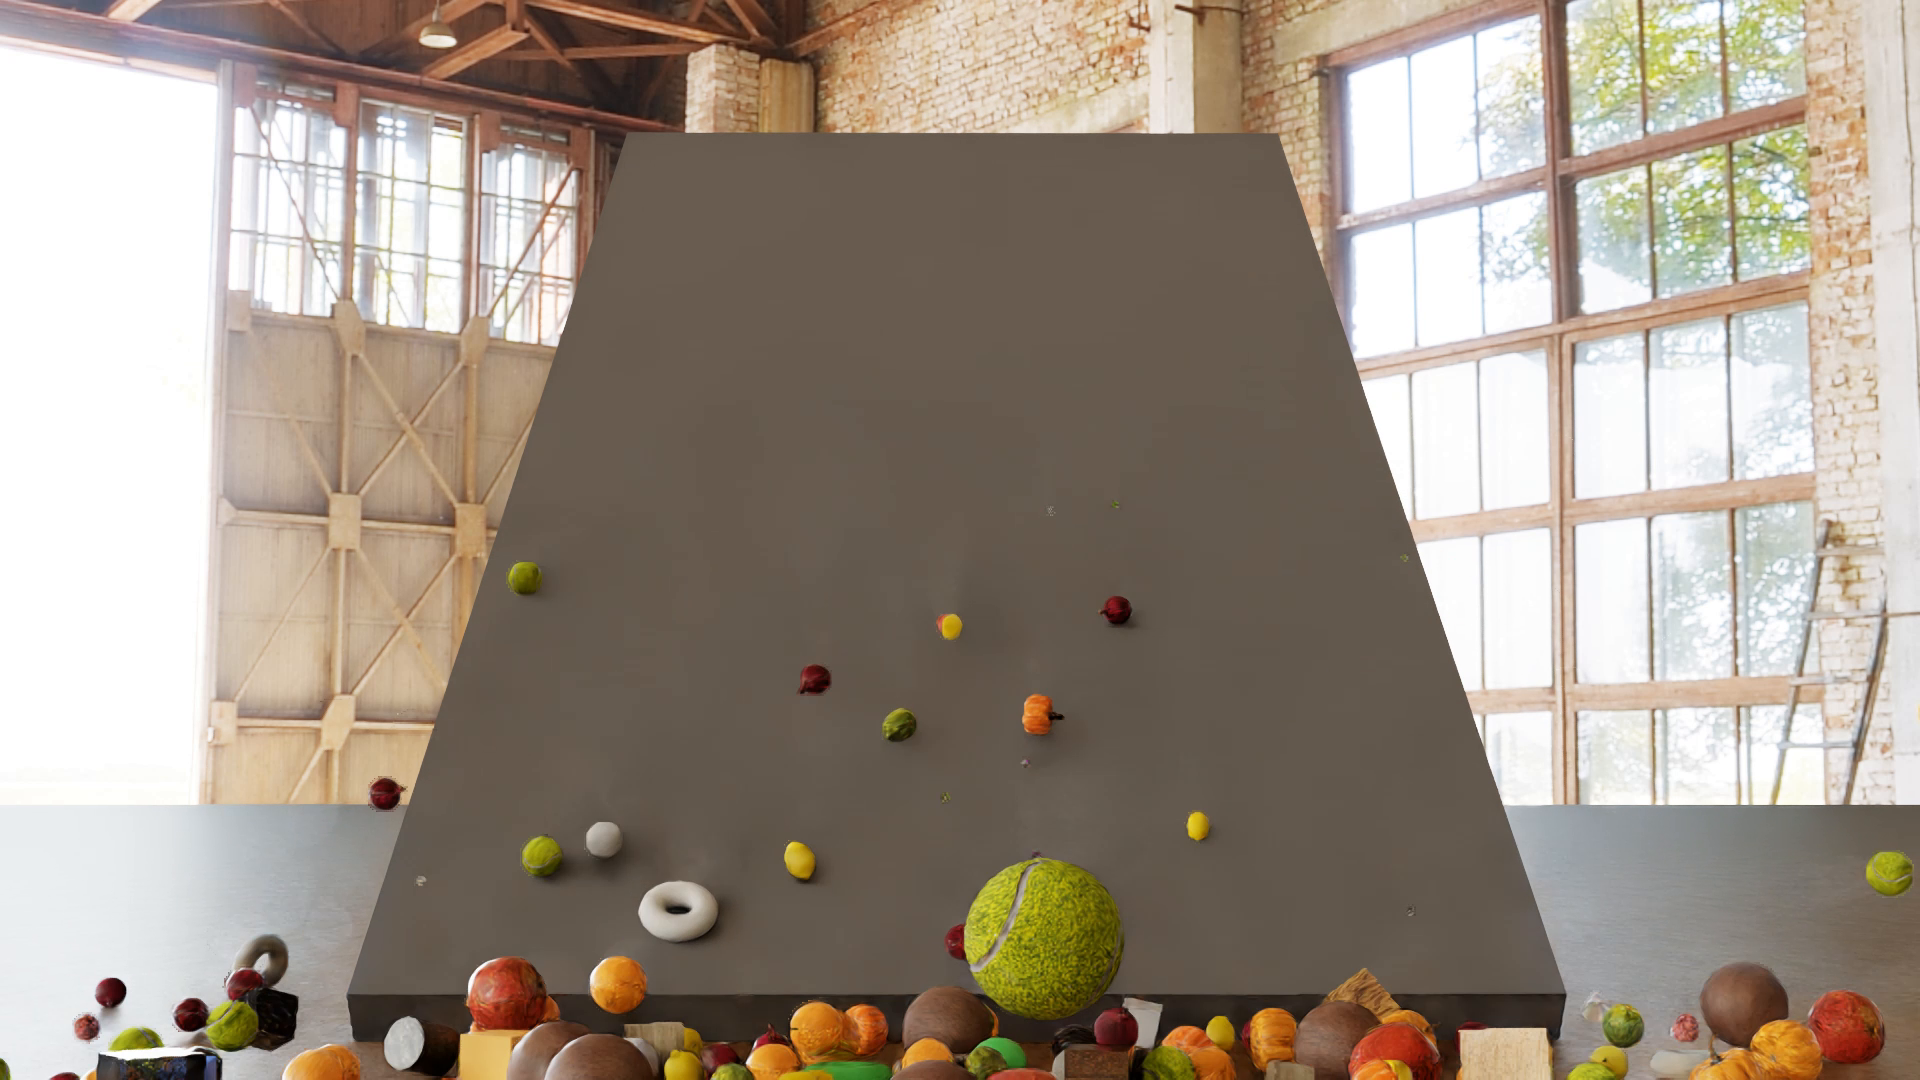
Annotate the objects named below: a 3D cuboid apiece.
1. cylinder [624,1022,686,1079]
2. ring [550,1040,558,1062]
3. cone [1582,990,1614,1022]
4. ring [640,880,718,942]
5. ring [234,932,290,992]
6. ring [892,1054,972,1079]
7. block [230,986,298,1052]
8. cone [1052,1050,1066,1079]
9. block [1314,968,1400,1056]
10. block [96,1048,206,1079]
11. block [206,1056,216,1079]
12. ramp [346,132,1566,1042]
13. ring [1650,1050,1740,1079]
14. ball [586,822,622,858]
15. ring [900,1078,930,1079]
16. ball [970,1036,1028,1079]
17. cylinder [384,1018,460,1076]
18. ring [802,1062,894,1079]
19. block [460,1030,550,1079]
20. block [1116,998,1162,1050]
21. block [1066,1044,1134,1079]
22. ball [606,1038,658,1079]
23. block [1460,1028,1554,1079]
[{"bbox_3d":[-0.434,0.727,3.428,0.081,0.081,0.081,-1,-6,-12],"label":"cylinder"},{"bbox_3d":[-0.670,0.772,3.645,0.123,0.041,0.123,1,-5,0],"label":"ring"},{"bbox_3d":[1.077,0.779,4.079,0.051,0.051,0.051,-1,34,12],"label":"cone"},{"bbox_3d":[-0.479,0.631,4.108,0.134,0.045,0.134,3,31,-2],"label":"ring"},{"bbox_3d":[-1.445,0.874,4.995,0.043,0.130,0.130,16,4,35],"label":"ring"},{"bbox_3d":[-0.027,0.736,3.340,0.137,0.046,0.137,-2,-10,0],"label":"ring"},{"bbox_3d":[-1.023,0.705,3.554,0.066,0.066,0.066,25,-41,-37],"label":"block"},{"bbox_3d":[0.155,0.727,3.211,0.084,0.084,0.084,1,-33,-9],"label":"cone"},{"bbox_3d":[0.598,0.711,3.638,0.080,0.080,0.080,-30,-25,-24],"label":"block"},{"bbox_3d":[-0.973,0.665,2.901,0.096,0.096,0.096,5,-8,-39],"label":"block"},{"bbox_3d":[-0.980,0.691,3.041,0.066,0.066,0.066,0,2,1],"label":"block"},{"bbox_3d":[-0.013,-0.210,5.716,2.000,0.100,4.000,0,30,0],"label":"ramp"},{"bbox_3d":[1.050,0.752,3.452,0.122,0.041,0.122,1,-7,0],"label":"ring"},{"bbox_3d":[-0.628,0.529,4.264,0.065,0.065,0.065,0,-6,0],"label":"ball"},{"bbox_3d":[-0.061,0.727,3.175,0.092,0.031,0.092,0,-6,0],"label":"ring"},{"bbox_3d":[0.052,0.714,3.276,0.078,0.078,0.078,0,-6,0],"label":"ball"},{"bbox_3d":[-0.774,0.729,3.473,0.075,0.075,0.075,-4,-5,33],"label":"cylinder"},{"bbox_3d":[-0.152,0.732,3.275,0.128,0.043,0.128,1,-7,0],"label":"ring"},{"bbox_3d":[-0.615,0.709,3.261,0.085,0.085,0.085,-3,-7,28],"label":"block"},{"bbox_3d":[0.282,0.760,3.801,0.059,0.059,0.059,11,3,8],"label":"block"},{"bbox_3d":[0.181,0.695,3.108,0.081,0.081,0.081,-1,-6,9],"label":"block"},{"bbox_3d":[-0.452,0.722,3.329,0.073,0.073,0.073,0,-6,0],"label":"ball"},{"bbox_3d":[0.619,0.605,2.725,0.095,0.095,0.095,-5,-20,15],"label":"block"}]
